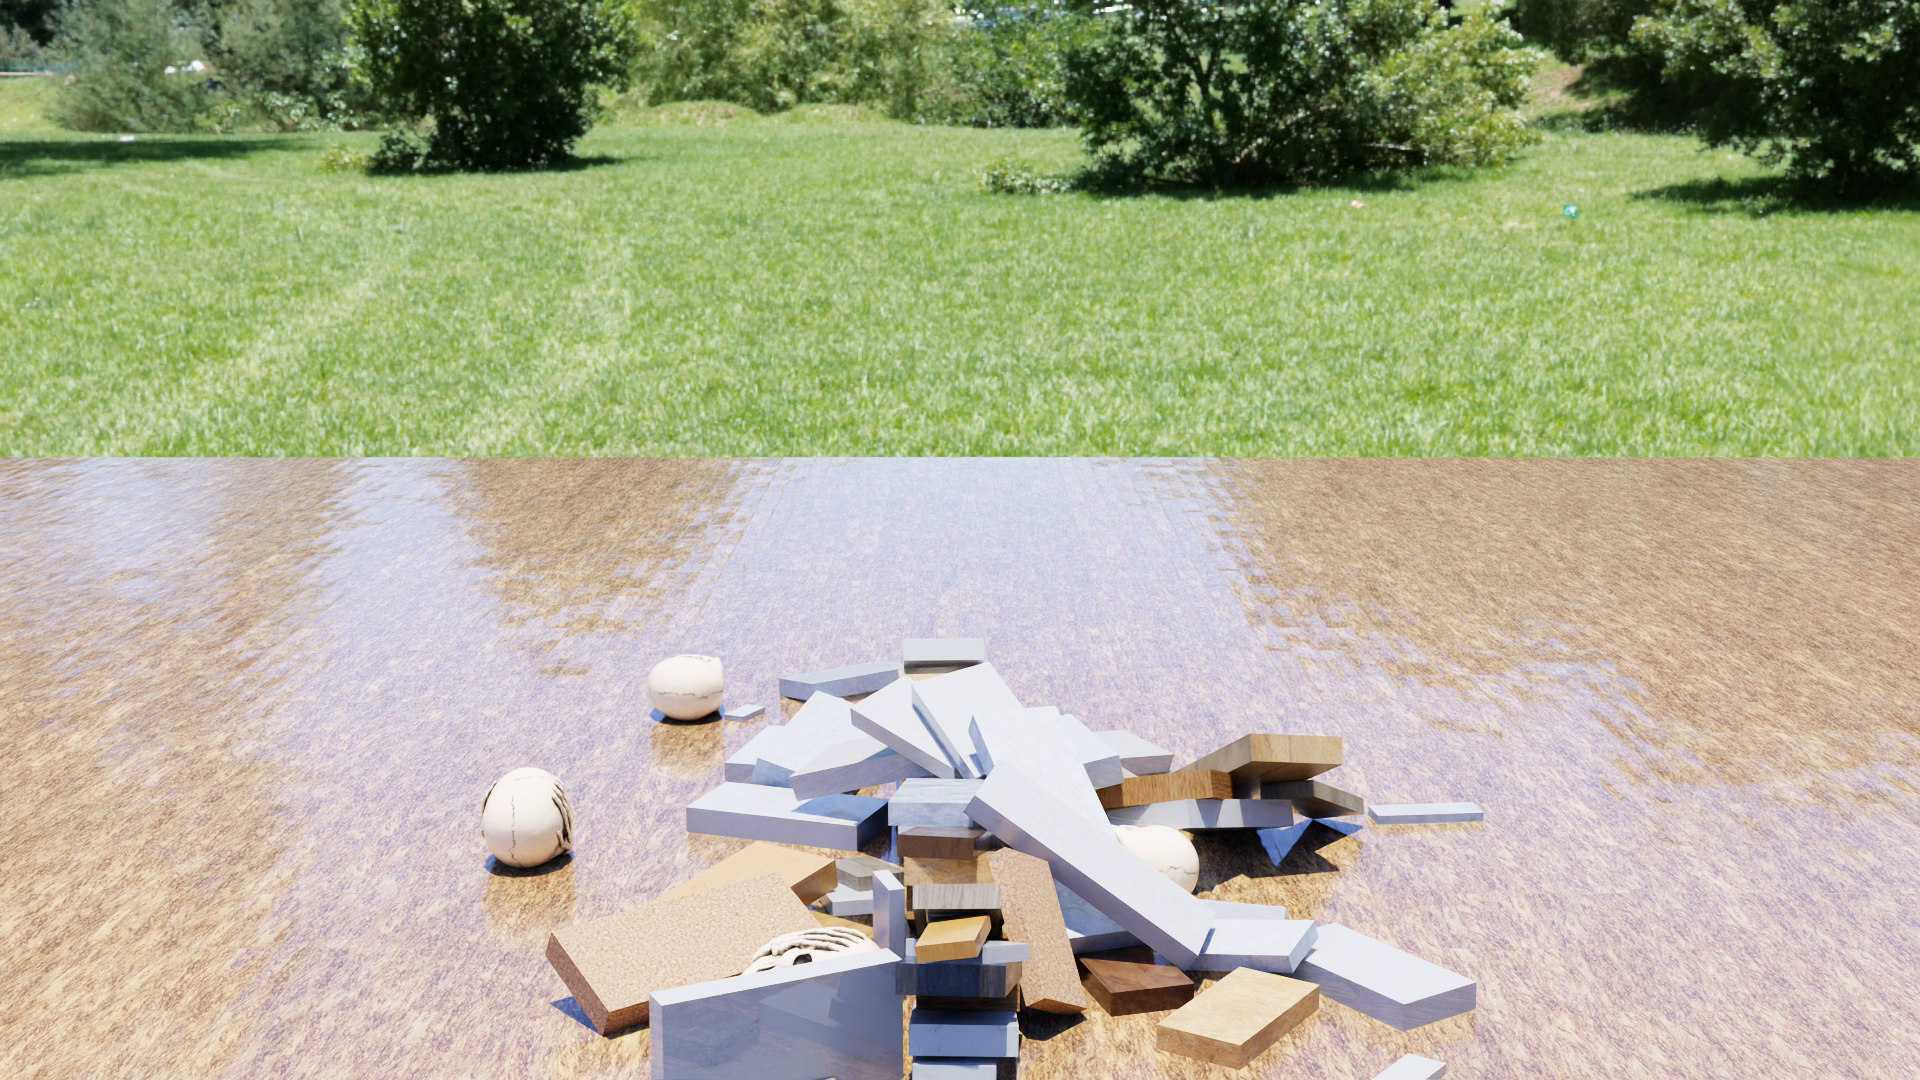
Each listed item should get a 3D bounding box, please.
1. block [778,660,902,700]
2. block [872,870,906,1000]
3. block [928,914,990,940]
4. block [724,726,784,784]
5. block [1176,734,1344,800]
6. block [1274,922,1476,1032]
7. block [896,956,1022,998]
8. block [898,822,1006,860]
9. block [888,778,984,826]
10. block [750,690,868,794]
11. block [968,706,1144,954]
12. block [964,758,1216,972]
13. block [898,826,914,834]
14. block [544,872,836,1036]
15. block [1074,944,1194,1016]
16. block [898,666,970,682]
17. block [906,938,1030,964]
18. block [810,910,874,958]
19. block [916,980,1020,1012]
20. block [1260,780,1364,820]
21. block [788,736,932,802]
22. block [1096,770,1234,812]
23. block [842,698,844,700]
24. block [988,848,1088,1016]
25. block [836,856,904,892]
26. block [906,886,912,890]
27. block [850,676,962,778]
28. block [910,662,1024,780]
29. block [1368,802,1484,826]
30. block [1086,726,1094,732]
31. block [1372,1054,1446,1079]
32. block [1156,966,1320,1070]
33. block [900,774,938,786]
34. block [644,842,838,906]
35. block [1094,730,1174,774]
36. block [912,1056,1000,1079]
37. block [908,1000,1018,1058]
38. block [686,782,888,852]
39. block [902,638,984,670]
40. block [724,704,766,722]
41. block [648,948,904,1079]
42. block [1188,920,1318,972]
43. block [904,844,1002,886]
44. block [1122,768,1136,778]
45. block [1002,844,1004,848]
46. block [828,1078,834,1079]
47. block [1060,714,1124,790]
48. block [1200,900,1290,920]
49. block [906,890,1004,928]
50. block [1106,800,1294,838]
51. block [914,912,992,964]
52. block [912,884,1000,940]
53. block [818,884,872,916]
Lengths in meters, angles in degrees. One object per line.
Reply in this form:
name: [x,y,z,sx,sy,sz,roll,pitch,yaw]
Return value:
block: [-0.253,0.318,4.983,0.281,0.040,0.140,-8,7,-36]
block: [-0.105,0.582,3.239,0.024,0.172,0.086,-3,11,-18]
block: [0.002,0.563,3.100,0.077,0.022,0.355,0,-17,2]
block: [-0.360,0.432,4.413,0.140,0.040,0.281,2,11,13]
block: [0.512,0.413,3.915,0.167,0.047,0.434,3,-17,-15]
block: [0.604,0.645,3.261,0.147,0.042,0.293,-7,13,-33]
block: [0.002,0.573,2.930,0.140,0.040,0.281,0,-6,6]
block: [-0.007,0.449,3.316,0.115,0.033,0.230,1,0,15]
block: [-0.034,0.410,3.446,0.128,0.036,0.256,0,2,5]
block: [-0.265,0.410,4.342,0.172,0.049,0.477,19,14,6]
block: [0.155,0.448,3.463,0.147,0.042,0.464,-4,43,-21]
block: [0.197,0.487,3.316,0.404,0.037,0.130,35,27,4]
block: [-0.005,0.496,3.842,0.141,0.040,0.283,-3,-5,12]
block: [-0.394,0.606,3.256,0.400,0.048,0.169,-9,40,-40]
block: [0.242,0.641,3.293,0.128,0.036,0.256,-3,11,-16]
block: [-0.030,0.366,4.452,0.166,0.047,0.332,-3,29,-5]
block: [0.009,0.538,2.888,0.077,0.022,0.154,6,-8,-44]
block: [-0.206,0.619,3.448,0.169,0.024,0.085,8,13,37]
block: [0.011,0.632,3.121,0.140,0.040,0.281,1,-6,0]
block: [0.636,0.468,3.961,0.103,0.029,0.206,-11,-21,34]
block: [-0.123,0.388,3.934,0.334,0.047,0.167,-15,9,29]
block: [0.288,0.437,3.768,0.332,0.047,0.166,-8,-11,19]
block: [-0.277,0.366,4.839,0.046,0.013,0.093,-1,11,-6]
block: [0.111,0.563,3.163,0.033,0.230,0.115,-30,-32,24]
block: [-0.160,0.554,3.654,0.085,0.024,0.169,-3,2,-24]
block: [-0.010,0.547,3.543,0.148,0.042,0.296,0,-7,-1]
block: [-0.053,0.326,3.787,0.131,0.037,0.261,-29,40,-35]
block: [0.039,0.317,3.717,0.147,0.042,0.293,-14,33,-17]
block: [0.862,0.506,4.071,0.200,0.018,0.063,-1,11,-6]
block: [0.205,0.414,4.411,0.140,0.040,0.281,15,10,-4]
block: [0.593,0.719,2.928,0.056,0.016,0.133,8,13,37]
block: [0.396,0.675,3.114,0.128,0.036,0.256,7,13,33]
block: [-0.030,0.414,4.058,0.166,0.047,0.550,-1,7,-3]
block: [-0.366,0.578,3.488,0.169,0.048,0.338,7,20,35]
block: [0.291,0.417,4.303,0.130,0.037,0.261,23,12,37]
block: [-0.003,0.691,2.909,0.107,0.030,0.213,0,-3,3]
block: [0.005,0.656,2.959,0.140,0.040,0.281,1,-6,0]
block: [-0.311,0.503,4.010,0.334,0.047,0.167,4,11,19]
block: [-0.039,0.286,4.719,0.166,0.047,0.332,0,-21,-2]
block: [-0.467,0.377,4.780,0.046,0.013,0.093,5,12,25]
block: [-0.237,0.651,2.880,0.338,0.169,0.048,-5,12,-27]
block: [0.424,0.611,3.314,0.206,0.029,0.103,-6,18,34]
block: [-0.011,0.487,3.365,0.148,0.042,0.296,0,-1,-1]
block: [0.183,0.411,4.074,0.344,0.049,0.172,30,16,7]
block: [0.000,0.519,3.656,0.141,0.040,0.283,0,-8,0]
block: [-0.304,0.747,2.754,0.394,0.024,0.086,-7,13,-34]
block: [0.155,0.379,3.815,0.172,0.049,0.344,-13,9,-9]
block: [0.409,0.591,3.440,0.206,0.029,0.103,3,-22,15]
block: [-0.006,0.567,3.374,0.148,0.042,0.296,0,-12,-1]
block: [0.417,0.480,3.799,0.166,0.047,0.332,-13,-13,38]
block: [-0.008,0.513,2.841,0.077,0.022,0.154,-7,3,8]
block: [-0.004,0.536,3.105,0.115,0.033,0.449,0,-17,0]
block: [-0.179,0.582,3.580,0.085,0.024,0.169,-2,2,-12]
